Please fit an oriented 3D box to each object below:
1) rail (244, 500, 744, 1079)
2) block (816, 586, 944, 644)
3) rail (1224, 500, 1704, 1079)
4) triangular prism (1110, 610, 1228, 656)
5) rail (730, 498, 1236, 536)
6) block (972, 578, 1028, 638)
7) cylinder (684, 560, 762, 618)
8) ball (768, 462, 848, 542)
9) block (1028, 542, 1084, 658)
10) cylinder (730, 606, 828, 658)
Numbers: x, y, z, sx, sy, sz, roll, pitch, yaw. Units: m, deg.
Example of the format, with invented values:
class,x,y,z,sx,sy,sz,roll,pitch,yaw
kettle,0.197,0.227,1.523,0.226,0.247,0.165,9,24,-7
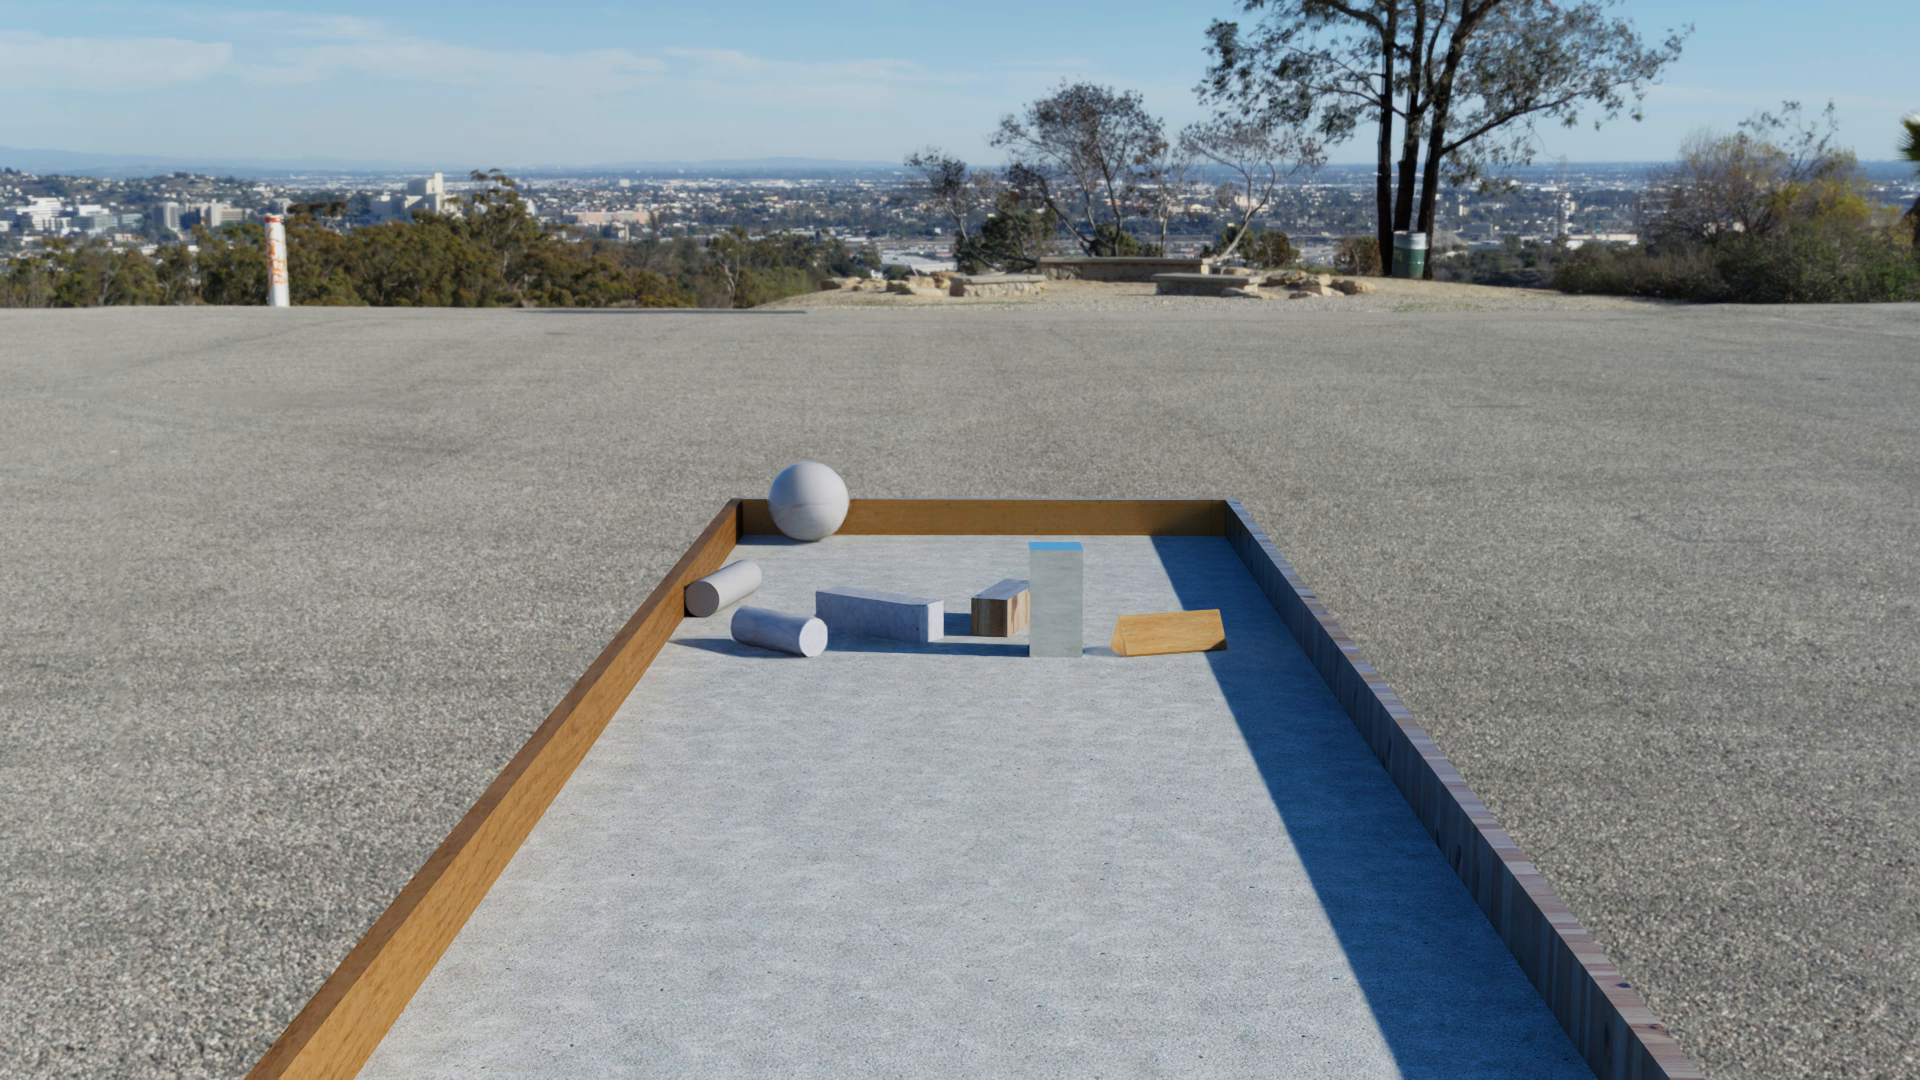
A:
class,x,y,z,sx,sy,sz,roll,pitch,yaw
rail,-1.004,0.839,3.234,0.050,0.150,12.000,0,9,1
block,-0.262,0.240,7.105,0.433,0.122,0.122,7,11,37
rail,1.046,0.843,3.208,0.050,0.150,12.000,0,9,1
triangular prism,0.651,0.282,6.844,0.338,0.115,0.133,-3,9,-18
rail,0.099,-0.098,9.147,2.100,0.150,0.050,0,9,1
block,0.152,0.221,7.223,0.122,0.122,0.370,3,9,18
cylinder,-0.813,0.164,7.575,0.125,0.125,0.445,2,9,13
ball,-0.616,-0.157,8.954,0.327,0.327,0.327,0,9,0
block,0.294,0.183,6.795,0.162,0.332,0.162,0,9,0
cylinder,-0.563,0.282,6.840,0.315,0.121,0.121,8,12,42
